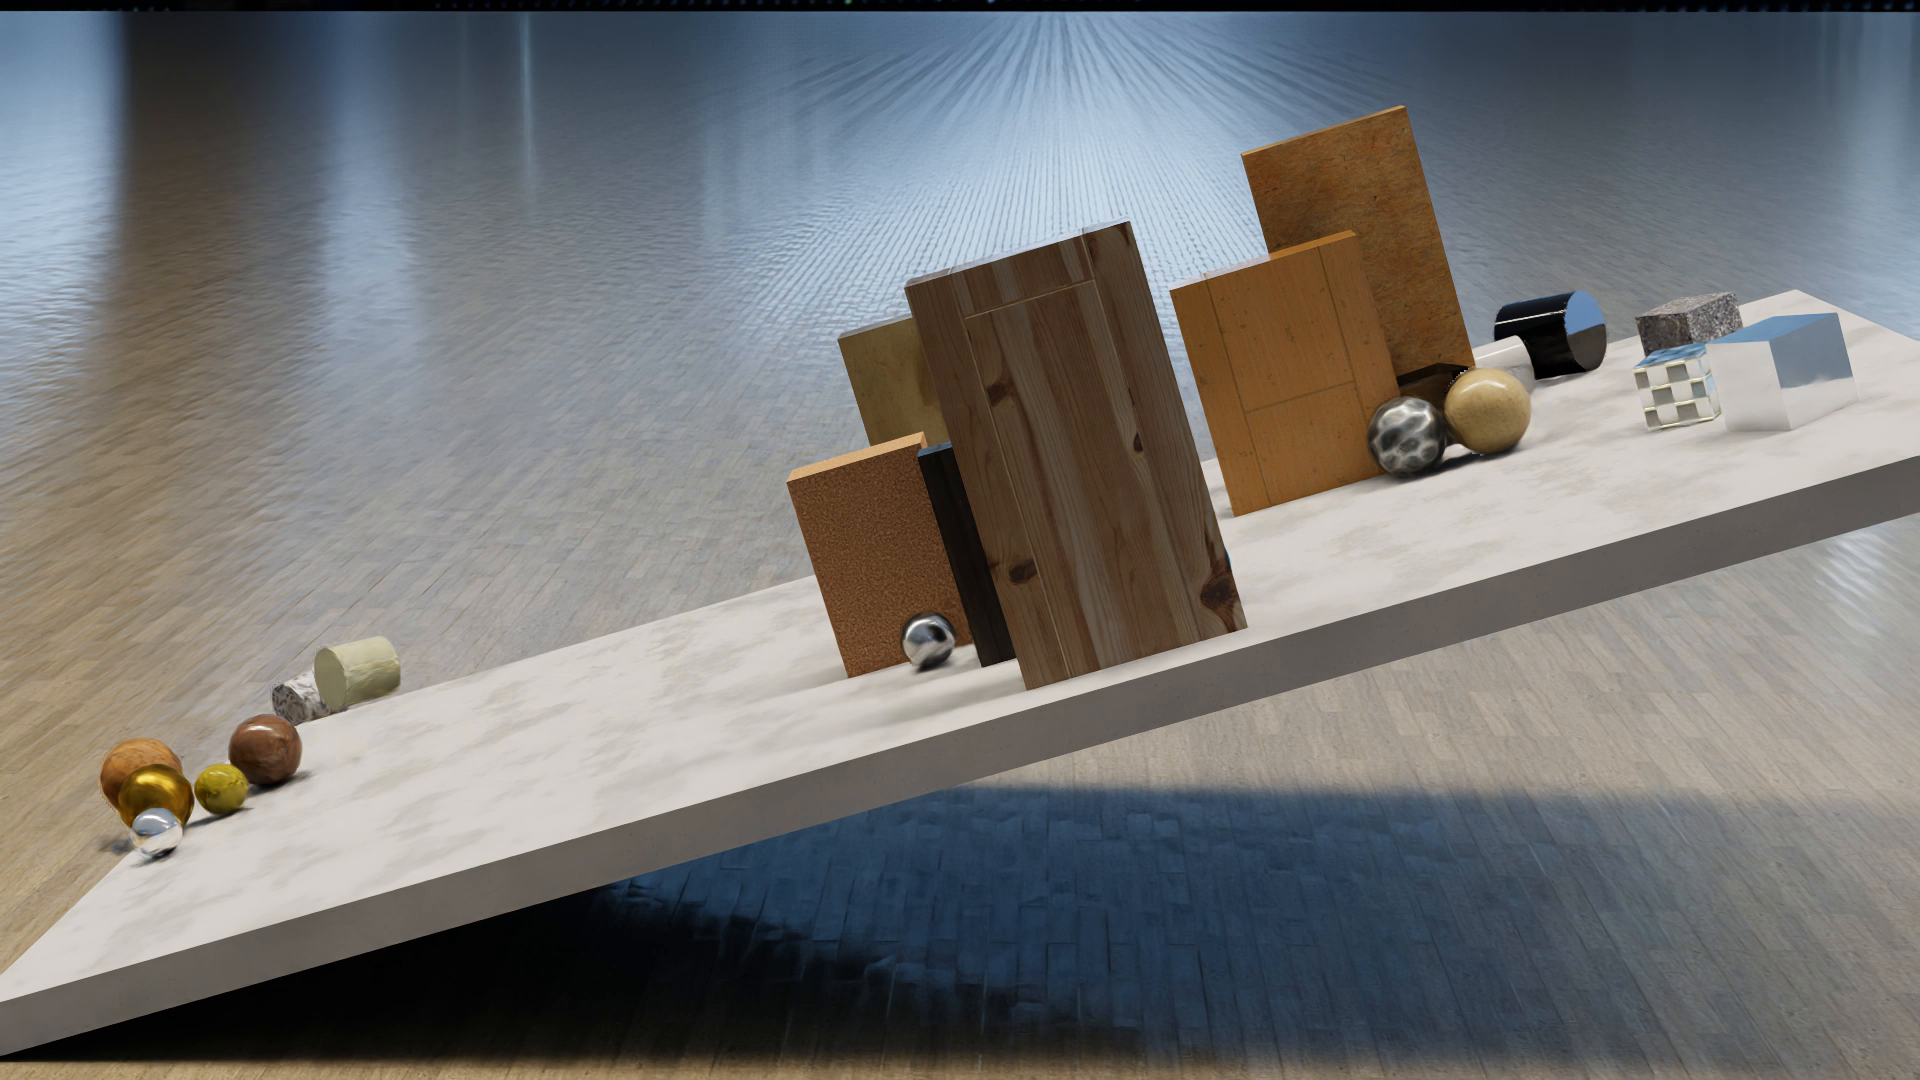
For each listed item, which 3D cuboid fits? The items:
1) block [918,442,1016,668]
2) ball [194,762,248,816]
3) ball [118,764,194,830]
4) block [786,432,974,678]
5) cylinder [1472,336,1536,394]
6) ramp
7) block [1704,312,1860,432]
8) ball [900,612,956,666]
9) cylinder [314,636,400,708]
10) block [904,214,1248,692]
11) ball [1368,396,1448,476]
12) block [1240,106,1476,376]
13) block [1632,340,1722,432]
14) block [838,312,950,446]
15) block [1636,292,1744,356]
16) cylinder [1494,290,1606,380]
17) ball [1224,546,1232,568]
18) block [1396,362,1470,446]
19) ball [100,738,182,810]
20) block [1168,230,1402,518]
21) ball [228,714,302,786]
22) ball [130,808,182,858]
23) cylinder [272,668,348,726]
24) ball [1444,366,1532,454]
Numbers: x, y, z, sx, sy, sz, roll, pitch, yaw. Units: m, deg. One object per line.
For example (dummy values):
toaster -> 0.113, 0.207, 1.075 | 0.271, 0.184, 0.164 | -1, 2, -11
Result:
block -> 0.161, -0.015, 5.749 | 0.374, 0.436, 0.089 | -16, 10, 5
ball -> -1.655, 0.558, 6.588 | 0.117, 0.117, 0.117 | 0, 11, 0
ball -> -1.790, 0.581, 6.547 | 0.164, 0.164, 0.164 | 0, 11, 0
block -> -0.152, 0.030, 6.054 | 0.284, 0.427, 0.150 | -16, 10, 5
cylinder -> 1.245, -0.389, 6.835 | 0.139, 0.139, 0.139 | -18, 12, -3
ramp -> 0.093, 0.186, 6.318 | 4.000, 0.100, 2.000 | -16, 10, 5
block -> 1.610, -0.328, 5.763 | 0.182, 0.182, 0.182 | -22, 11, -24
ball -> -0.063, 0.198, 5.899 | 0.111, 0.111, 0.111 | 0, 11, 0
cylinder -> -1.545, 0.339, 7.539 | 0.159, 0.159, 0.159 | -14, 17, -41
block -> 0.217, -0.160, 5.441 | 0.426, 0.782, 0.138 | -16, 10, 5
ball -> 0.961, -0.223, 6.312 | 0.170, 0.170, 0.170 | 0, 11, 0
block -> 0.920, -0.576, 6.678 | 0.376, 0.733, 0.091 | -16, 10, 5
block -> 1.486, -0.318, 6.043 | 0.138, 0.138, 0.138 | -10, 12, 34
block -> -0.060, -0.256, 7.034 | 0.303, 0.574, 0.127 | -16, 10, 5
block -> 1.614, -0.445, 6.475 | 0.155, 0.155, 0.155 | -23, 11, -28
cylinder -> 1.392, -0.480, 6.935 | 0.190, 0.190, 0.190 | -8, 3, 41
ball -> 0.429, 0.058, 5.639 | 0.181, 0.181, 0.181 | 0, 11, 0
block -> 1.053, -0.294, 6.582 | 0.158, 0.158, 0.158 | -19, 11, -13
ball -> -1.905, 0.552, 6.849 | 0.184, 0.184, 0.184 | 0, 11, 0
block -> 0.731, -0.366, 6.462 | 0.419, 0.521, 0.135 | -16, 10, 5
ball -> -1.593, 0.483, 6.749 | 0.167, 0.167, 0.167 | 0, 11, 0
ball -> -1.734, 0.631, 6.348 | 0.107, 0.107, 0.107 | 0, 11, 0
cylinder -> -1.718, 0.422, 7.785 | 0.143, 0.143, 0.143 | 8, 25, 37
ball -> 1.128, -0.278, 6.287 | 0.185, 0.185, 0.185 | 0, 11, 0
